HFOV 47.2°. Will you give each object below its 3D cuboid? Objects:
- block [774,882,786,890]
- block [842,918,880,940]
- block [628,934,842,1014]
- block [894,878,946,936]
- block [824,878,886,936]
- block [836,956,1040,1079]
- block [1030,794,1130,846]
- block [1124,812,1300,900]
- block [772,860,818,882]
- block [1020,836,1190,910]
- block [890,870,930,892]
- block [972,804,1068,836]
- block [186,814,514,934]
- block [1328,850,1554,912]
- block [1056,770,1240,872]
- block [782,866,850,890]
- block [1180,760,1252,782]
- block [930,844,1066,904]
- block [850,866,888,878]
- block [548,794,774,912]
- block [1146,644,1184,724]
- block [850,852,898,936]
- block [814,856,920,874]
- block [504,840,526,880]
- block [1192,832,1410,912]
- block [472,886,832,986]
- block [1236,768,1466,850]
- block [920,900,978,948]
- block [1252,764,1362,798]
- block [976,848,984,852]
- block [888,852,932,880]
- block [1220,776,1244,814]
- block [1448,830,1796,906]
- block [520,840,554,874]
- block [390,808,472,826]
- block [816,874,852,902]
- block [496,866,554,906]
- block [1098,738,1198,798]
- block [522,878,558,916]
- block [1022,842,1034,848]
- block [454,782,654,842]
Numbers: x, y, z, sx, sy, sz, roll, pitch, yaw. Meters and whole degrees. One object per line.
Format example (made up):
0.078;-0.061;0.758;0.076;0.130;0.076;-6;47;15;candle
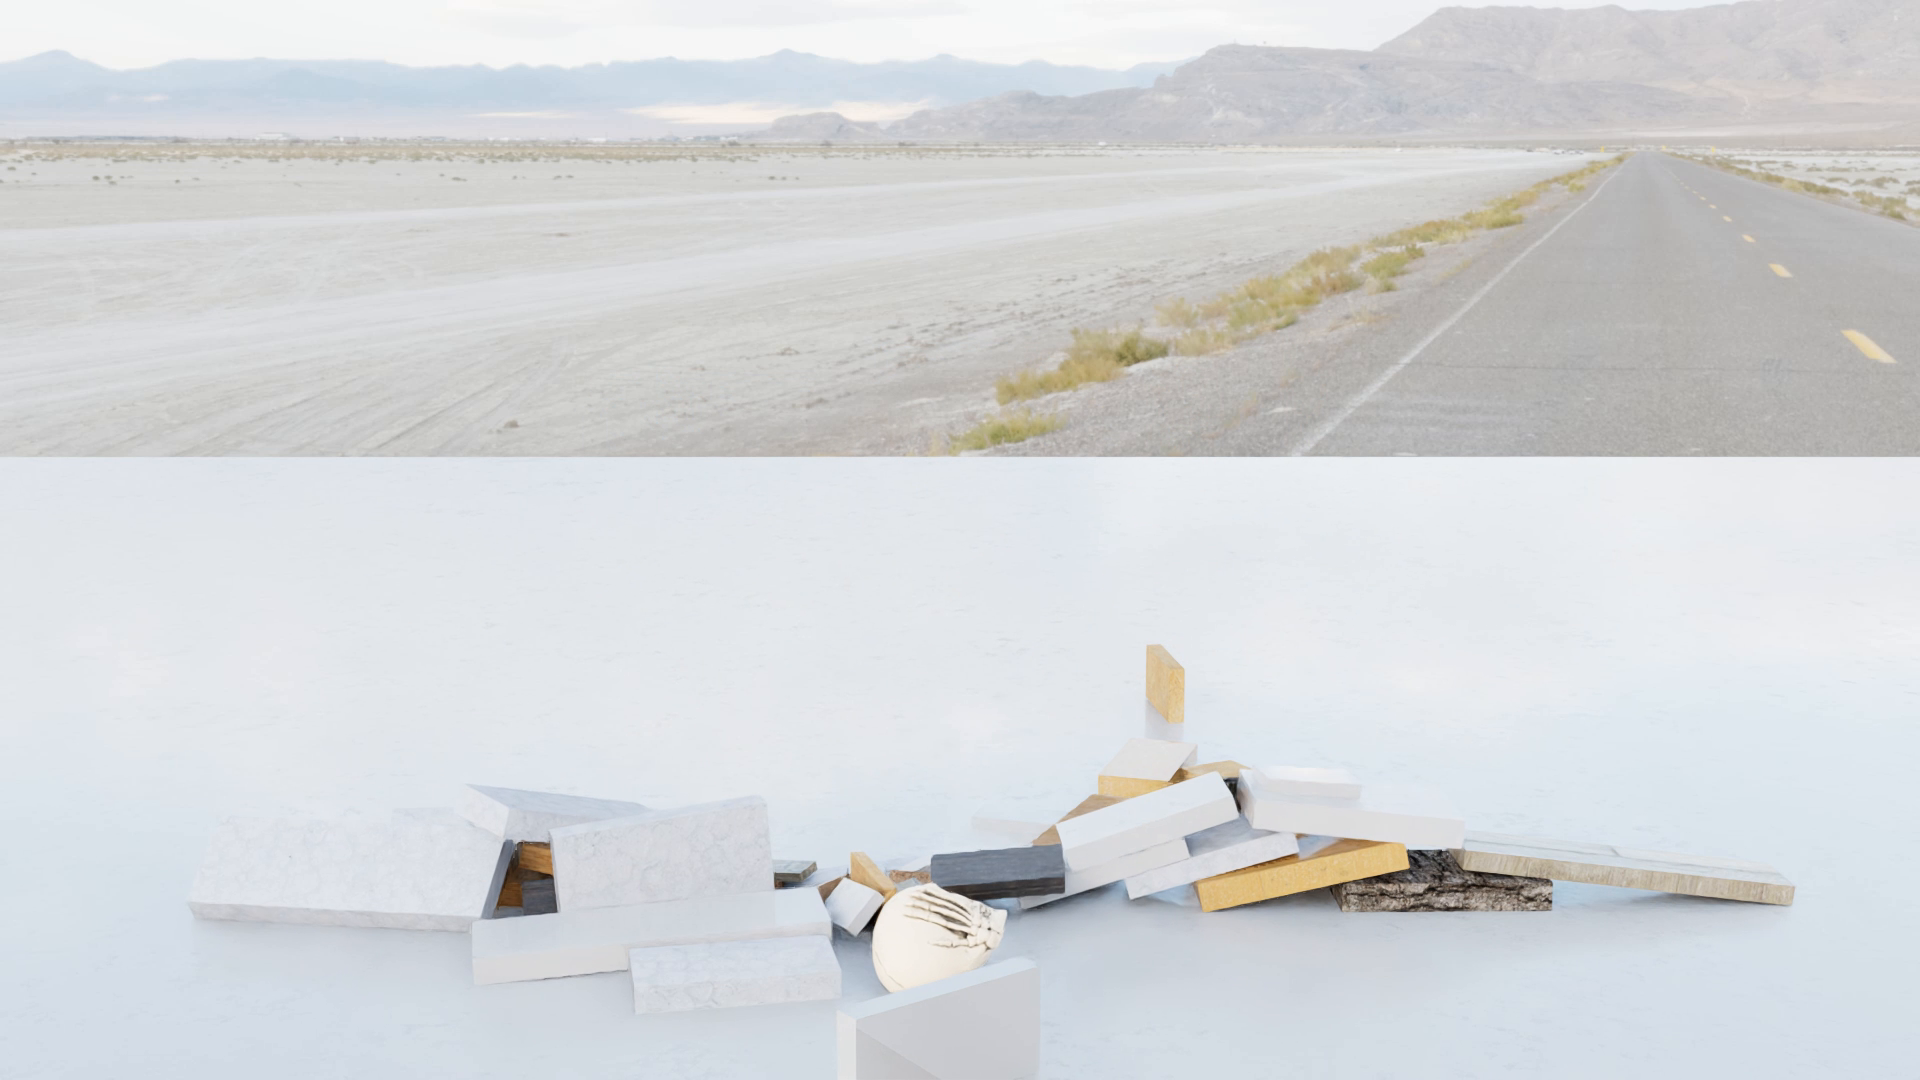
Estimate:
-0.345;0.570;3.684;0.110;0.016;0.055;-6;12;12;block
-0.152;0.613;3.507;0.051;0.015;0.103;2;11;10;block
-0.336;0.643;3.265;0.301;0.043;0.150;-2;11;-12;block
-0.082;0.584;3.514;0.075;0.021;0.149;-18;15;-15;block
-0.174;0.579;3.475;0.075;0.021;0.149;-50;17;-15;block
-0.025;0.658;2.889;0.301;0.150;0.043;-8;13;-37;block
0.242;0.525;3.914;0.137;0.039;0.339;5;11;23;block
0.411;0.514;3.653;0.286;0.041;0.143;-17;11;5;block
-0.299;0.551;3.668;0.110;0.016;0.055;-2;13;27;block
0.231;0.528;3.651;0.286;0.041;0.143;-18;11;2;block
-0.065;0.574;3.619;0.106;0.053;0.015;2;-31;10;block
0.110;0.513;4.023;0.161;0.023;0.081;3;11;17;block
-0.984;0.539;3.559;0.492;0.048;0.171;1;47;8;block
0.792;0.566;3.663;0.343;0.049;0.171;0;11;-1;block
0.307;0.464;3.632;0.286;0.041;0.143;-18;11;0;block
-0.239;0.571;3.661;0.110;0.016;0.055;-13;11;0;block
0.537;0.474;4.204;0.118;0.034;0.237;-6;12;-27;block
0.061;0.541;3.566;0.215;0.030;0.108;-5;21;3;block
-0.174;0.571;3.668;0.106;0.015;0.053;-13;11;0;block
-0.472;0.521;3.506;0.342;0.171;0.048;-8;12;-18;block
0.450;0.314;4.832;0.034;0.118;0.237;-1;11;-7;block
-0.138;0.564;3.522;0.021;0.075;0.192;-4;11;-18;block
-0.158;0.566;3.756;0.204;0.015;0.051;-5;11;-23;block
-0.883;0.527;3.673;0.286;0.041;0.143;1;11;8;block
0.556;0.531;3.658;0.343;0.049;0.171;-12;11;0;block
-0.476;0.609;3.396;0.539;0.043;0.150;-4;13;-12;block
0.640;0.442;3.625;0.343;0.049;0.171;6;11;-3;block
-0.017;0.605;3.492;0.072;0.020;0.143;1;17;8;block
0.572;0.397;3.627;0.161;0.023;0.081;5;11;-10;block
-0.024;0.558;3.670;0.143;0.020;0.072;-18;11;1;block
-0.090;0.559;3.671;0.106;0.015;0.053;-26;11;1;block
0.556;0.490;3.832;0.275;0.137;0.039;2;10;11;block
1.094;0.542;3.655;0.550;0.034;0.118;7;10;-2;block
-0.577;0.537;3.676;0.286;0.041;0.143;13;11;2;block
-0.878;0.479;3.647;0.131;0.066;0.019;0;-27;3;block
-0.208;0.580;3.590;0.013;0.047;0.094;-16;-1;37;block
-0.768;0.568;3.676;0.286;0.041;0.143;0;11;2;block
0.372;0.449;4.323;0.137;0.039;0.274;3;11;17;block
-0.540;0.570;3.567;0.333;0.066;0.019;-5;-30;-12;block
0.062;0.552;3.664;0.143;0.020;0.072;-24;10;3;block
-0.641;0.463;3.641;0.342;0.048;0.171;13;1;-40;block
